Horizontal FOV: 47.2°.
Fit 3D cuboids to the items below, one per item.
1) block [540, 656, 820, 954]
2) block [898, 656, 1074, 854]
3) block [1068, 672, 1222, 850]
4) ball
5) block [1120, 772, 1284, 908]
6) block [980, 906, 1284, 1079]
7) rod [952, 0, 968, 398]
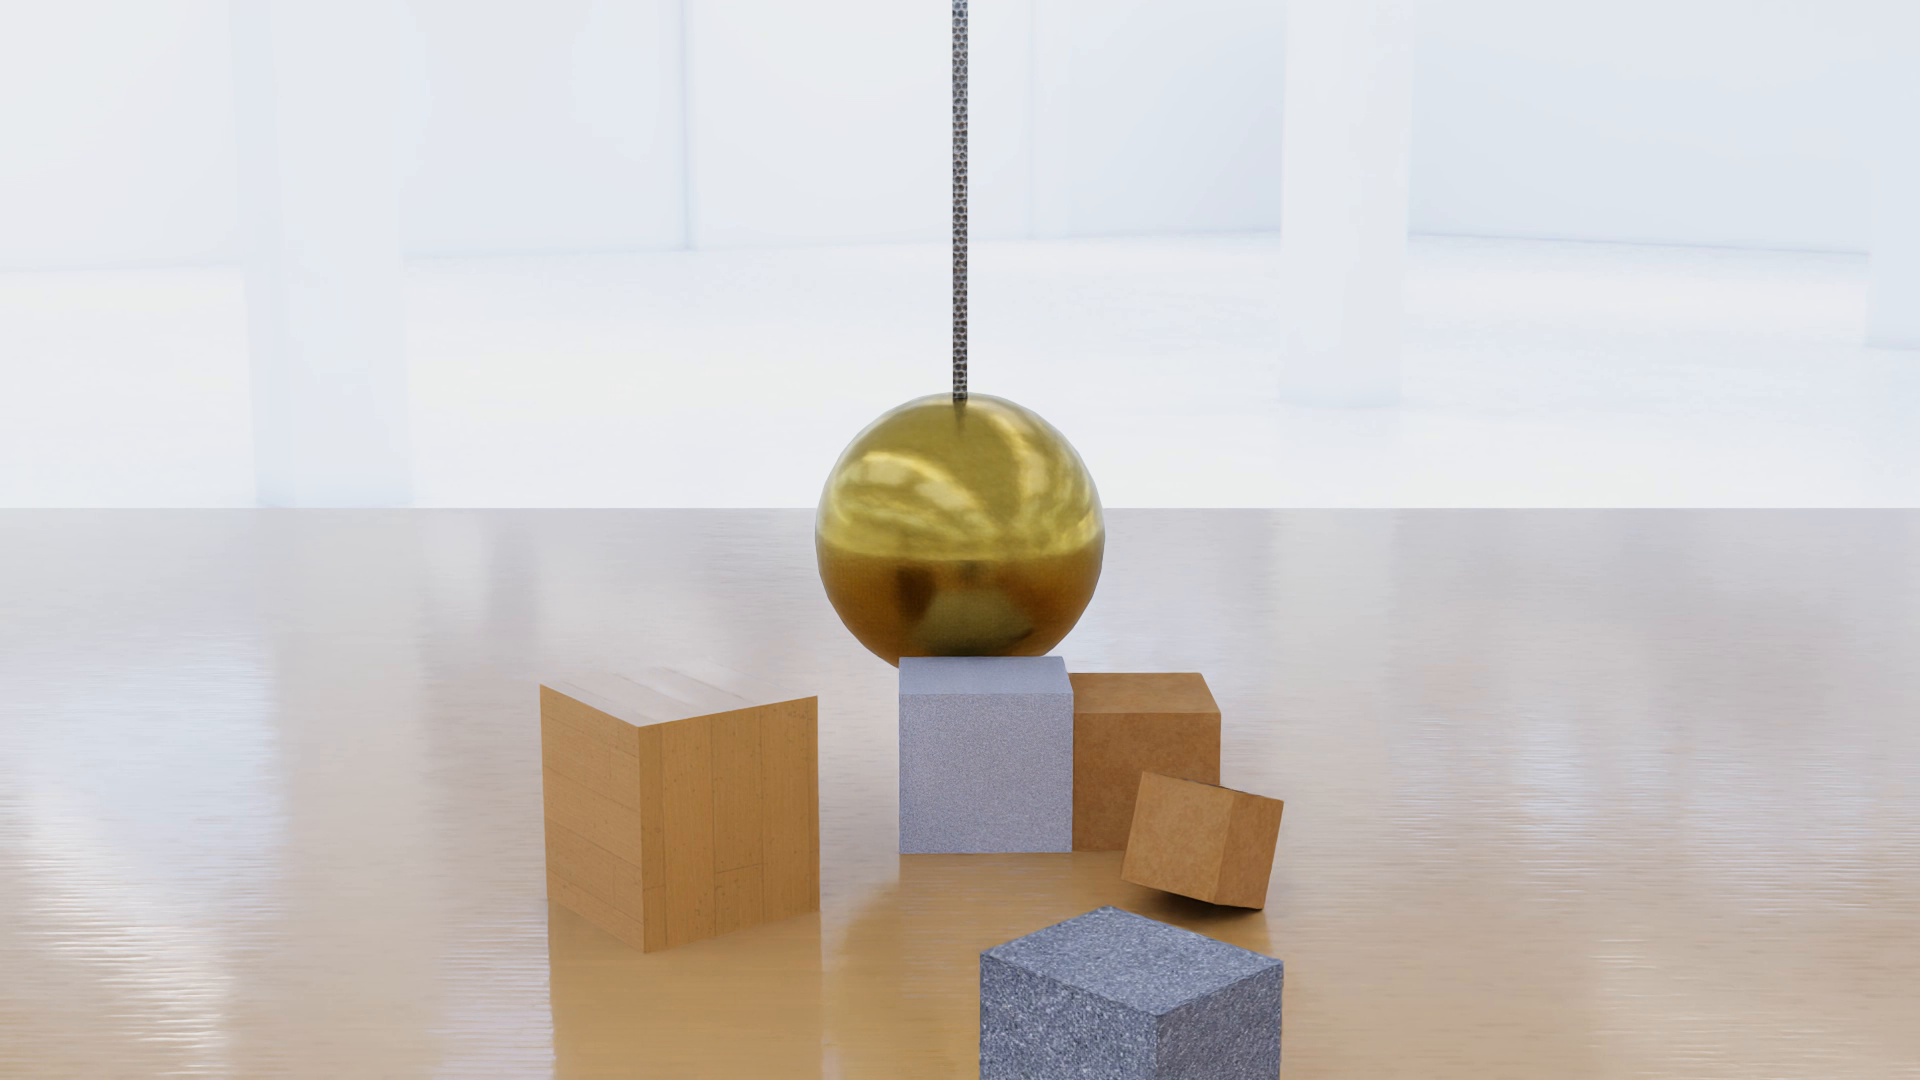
[{"bbox_3d":[-1.295,1.189,10.157,0.914,1.027,0.952,-8,13,-36],"label":"block"},{"bbox_3d":[0.120,1.089,11.288,0.861,0.819,0.789,0,10,-1],"label":"block"},{"bbox_3d":[0.921,1.131,11.363,0.735,0.710,0.838,0,10,-1],"label":"block"},{"bbox_3d":[0.000,-0.018,12.089,1.600,1.600,1.600,0,10,0],"label":"ball"},{"bbox_3d":[1.125,1.388,10.181,0.510,0.509,0.449,8,-5,39],"label":"block"},{"bbox_3d":[0.584,1.795,7.587,0.791,0.753,0.670,10,14,44],"label":"block"},{"bbox_3d":[0.000,-3.234,10.987,0.080,5.200,0.080,0,19,0],"label":"rod"}]
